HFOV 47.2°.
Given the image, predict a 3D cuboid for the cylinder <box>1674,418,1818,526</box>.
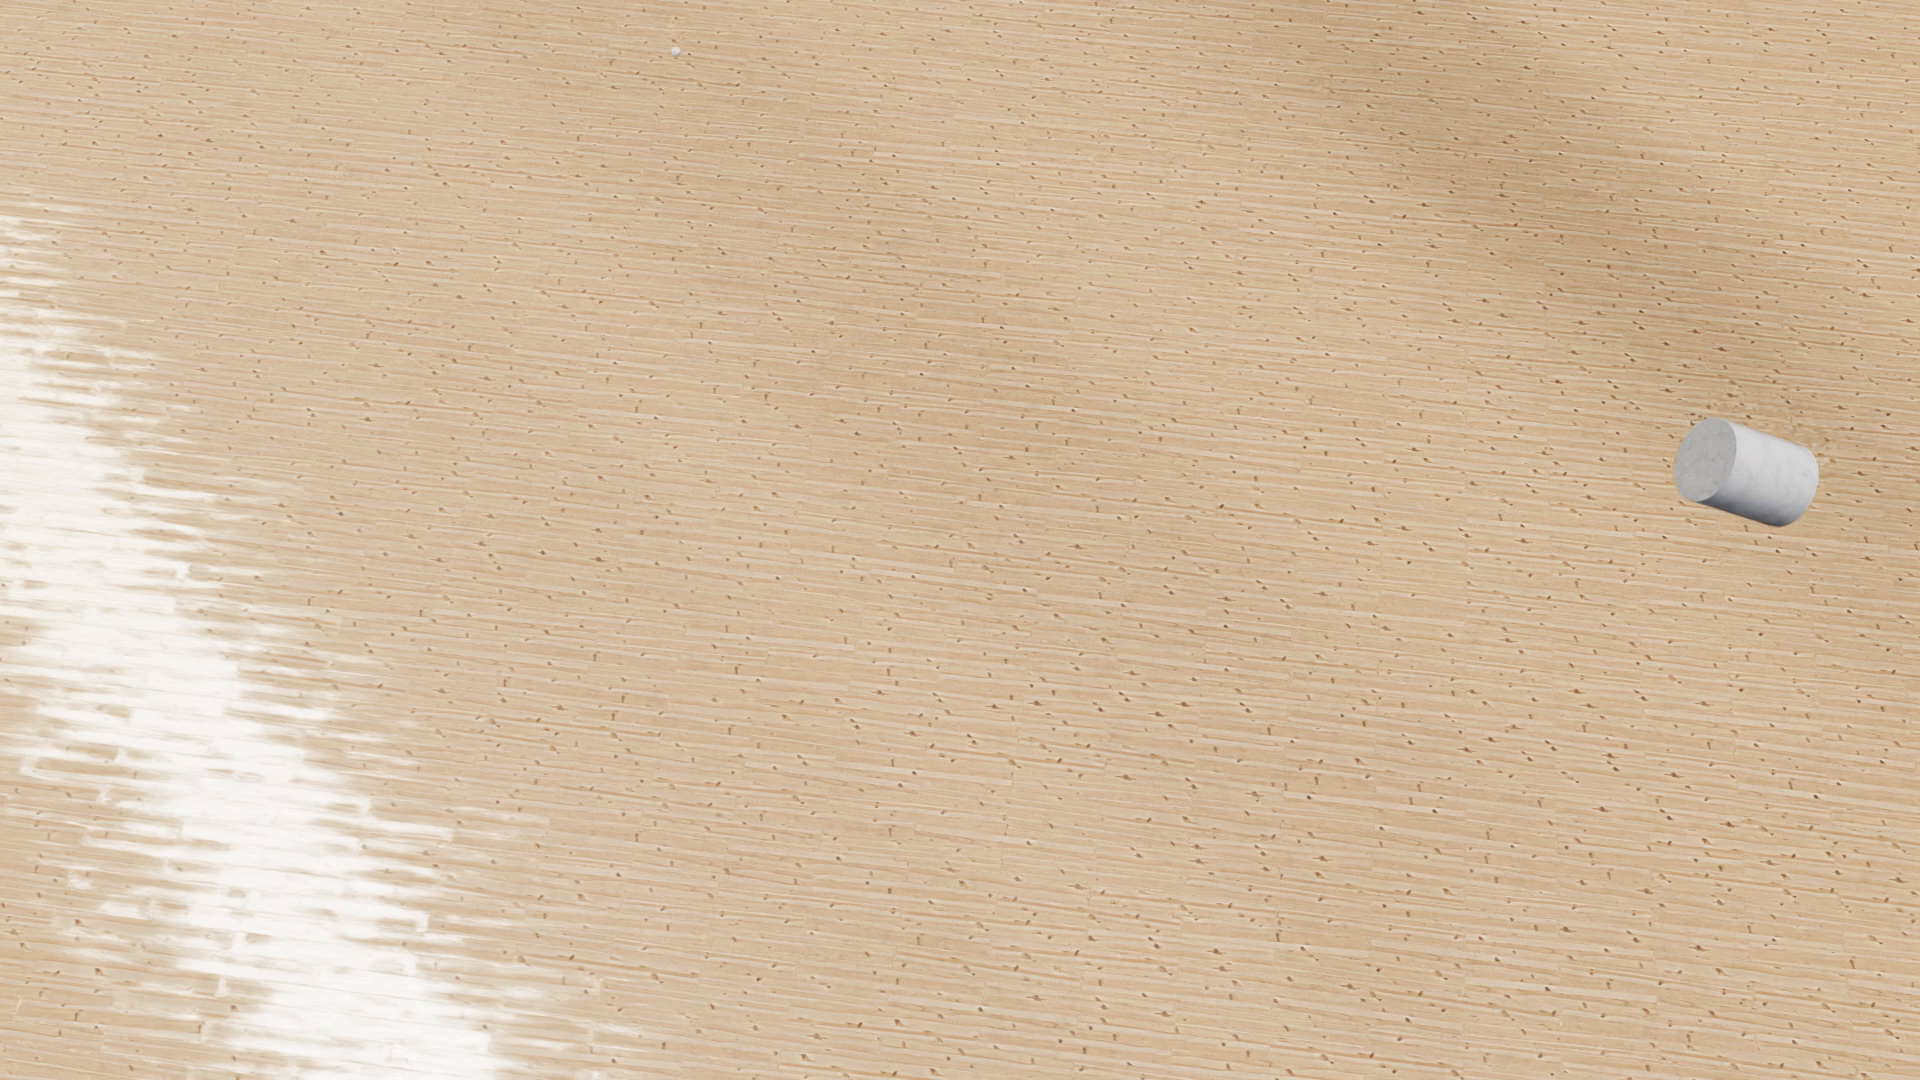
[{"bbox_3d":[1.239,-0.106,3.467,0.166,0.136,0.136,15,20,-22],"label":"cylinder"}]
